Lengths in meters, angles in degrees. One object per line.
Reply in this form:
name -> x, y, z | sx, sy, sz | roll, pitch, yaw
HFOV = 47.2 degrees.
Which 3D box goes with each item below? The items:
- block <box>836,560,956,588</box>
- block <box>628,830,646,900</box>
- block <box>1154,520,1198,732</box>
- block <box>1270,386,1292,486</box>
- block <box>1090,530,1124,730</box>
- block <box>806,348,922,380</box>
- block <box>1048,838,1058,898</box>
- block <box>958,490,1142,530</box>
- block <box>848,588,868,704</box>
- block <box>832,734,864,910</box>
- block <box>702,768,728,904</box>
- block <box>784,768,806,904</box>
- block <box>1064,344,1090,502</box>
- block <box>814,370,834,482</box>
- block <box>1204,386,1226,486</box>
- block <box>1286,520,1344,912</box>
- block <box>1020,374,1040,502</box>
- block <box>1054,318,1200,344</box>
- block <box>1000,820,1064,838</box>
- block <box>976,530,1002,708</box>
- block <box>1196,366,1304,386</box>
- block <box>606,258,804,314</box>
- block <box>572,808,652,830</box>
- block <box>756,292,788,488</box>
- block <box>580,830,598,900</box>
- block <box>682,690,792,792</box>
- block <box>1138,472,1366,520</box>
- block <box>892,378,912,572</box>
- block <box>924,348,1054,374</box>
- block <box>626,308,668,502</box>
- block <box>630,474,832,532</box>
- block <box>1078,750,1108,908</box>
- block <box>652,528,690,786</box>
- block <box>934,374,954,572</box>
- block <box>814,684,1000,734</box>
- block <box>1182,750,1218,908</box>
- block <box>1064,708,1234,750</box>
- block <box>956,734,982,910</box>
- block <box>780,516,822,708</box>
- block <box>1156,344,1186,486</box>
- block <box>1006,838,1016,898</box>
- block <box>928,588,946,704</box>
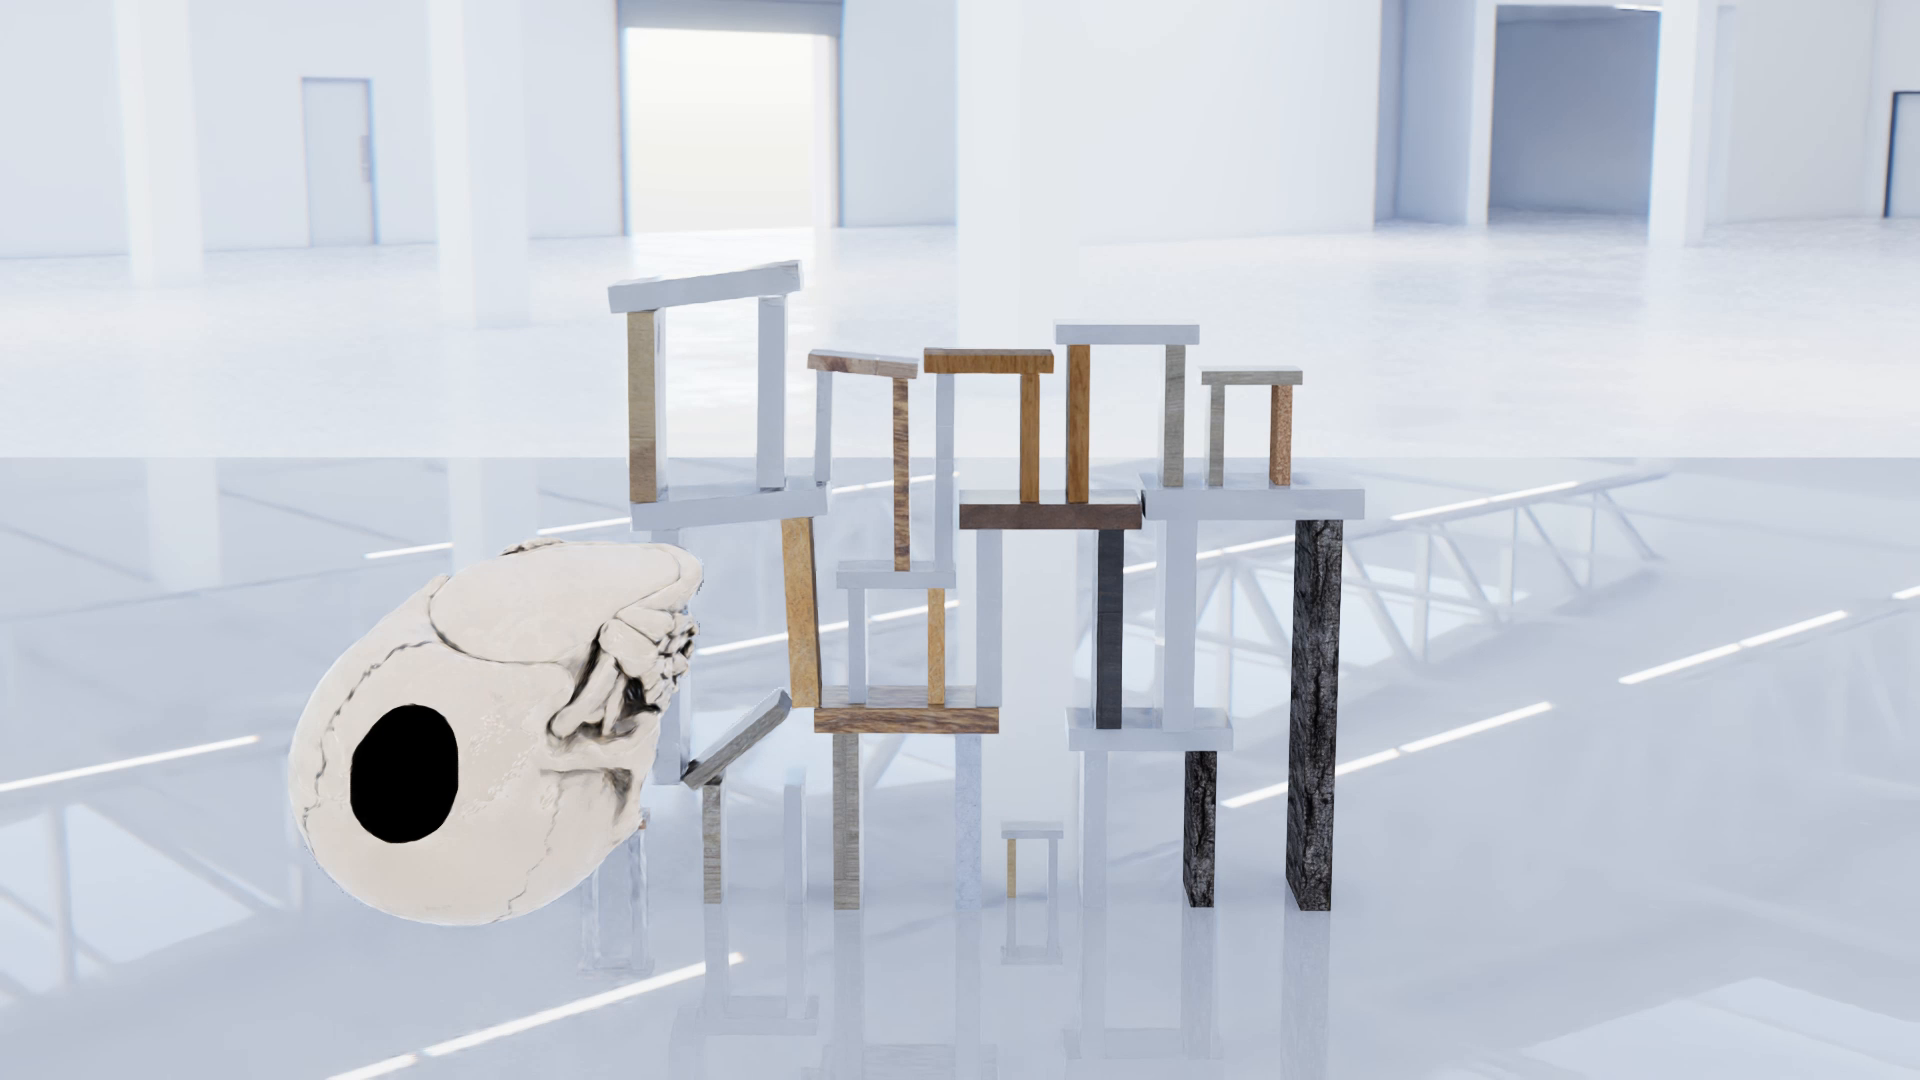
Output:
block -> -0.102, 0.055, 3.565 | 0.191, 0.027, 0.095 | 0, 11, 0
block -> -0.537, 0.530, 3.659 | 0.017, 0.121, 0.061 | 0, 11, 0
block -> 0.350, 0.122, 3.584 | 0.049, 0.345, 0.172 | 0, 11, 0
block -> 0.514, -0.173, 3.523 | 0.023, 0.160, 0.080 | 0, 11, 0
block -> 0.240, 0.131, 3.585 | 0.041, 0.327, 0.145 | 0, 11, 0
block -> -0.151, -0.281, 3.506 | 0.175, 0.025, 0.087 | 5, 11, 2
block -> 0.154, 0.539, 3.664 | 0.015, 0.103, 0.051 | 0, 11, 0
block -> 0.143, -0.050, 3.551 | 0.290, 0.041, 0.145 | 0, 11, 0
block -> -0.165, 0.163, 3.585 | 0.027, 0.191, 0.095 | 0, 11, 1
block -> -0.185, 0.444, 3.639 | 0.042, 0.298, 0.149 | 0, 11, 0
block -> -0.406, 0.490, 3.652 | 0.029, 0.202, 0.101 | 1, 11, 0
block -> -0.273, 0.491, 3.653 | 0.029, 0.202, 0.101 | 0, 11, 0
block -> 0.188, -0.193, 3.524 | 0.032, 0.251, 0.112 | 0, 11, 0
block -> -0.217, -0.187, 3.526 | 0.025, 0.175, 0.087 | 2, 9, -2
block -> 0.407, -0.173, 3.522 | 0.023, 0.160, 0.080 | 0, 11, 0
block -> 0.580, 0.271, 3.612 | 0.049, 0.648, 0.172 | 0, 11, 0
block -> 0.111, -0.170, 3.528 | 0.029, 0.204, 0.102 | 0, 11, 0
block -> 0.263, -0.332, 3.497 | 0.225, 0.032, 0.113 | 0, 11, 0
block -> 0.119, 0.481, 3.653 | 0.103, 0.015, 0.051 | 0, 11, 0
block -> 0.047, 0.113, 3.581 | 0.041, 0.290, 0.145 | 0, 11, 0
block -> 0.460, -0.263, 3.506 | 0.160, 0.023, 0.080 | 0, 11, 0
block -> -0.399, -0.403, 3.483 | 0.298, 0.042, 0.149 | -7, 11, -1
block -> -0.577, 0.462, 3.646 | 0.122, 0.017, 0.061 | 0, 11, 0
block -> -0.299, -0.242, 3.513 | 0.042, 0.298, 0.149 | 1, 10, -3
block -> -0.618, 0.530, 3.659 | 0.017, 0.122, 0.061 | 0, 11, 0
block -> -0.365, 0.329, 3.620 | 0.202, 0.029, 0.101 | -39, 8, 7
block -> 0.465, -0.071, 3.549 | 0.345, 0.049, 0.172 | 0, 11, 0
block -> -0.093, -0.110, 3.533 | 0.025, 0.309, 0.087 | 0, 11, 0
block -> 0.045, -0.285, 3.505 | 0.204, 0.029, 0.102 | 0, 11, -1
block -> -0.499, -0.220, 3.511 | 0.042, 0.298, 0.149 | 1, 11, -1
block -> -0.365, -0.061, 3.540 | 0.309, 0.044, 0.154 | -5, 11, 0
block -> 0.220, 0.459, 3.645 | 0.038, 0.266, 0.133 | 0, 11, 0
block -> -0.470, 0.176, 3.586 | 0.044, 0.419, 0.154 | 1, 11, 0
block -> -0.025, -0.116, 3.539 | 0.029, 0.317, 0.102 | 0, 11, -1
block -> -0.086, 0.277, 3.607 | 0.298, 0.042, 0.149 | 0, 11, 0
block -> 0.397, 0.459, 3.645 | 0.038, 0.266, 0.133 | 0, 11, 0
block -> 0.309, 0.310, 3.617 | 0.266, 0.038, 0.133 | 0, 11, 0
block -> 0.014, 0.444, 3.640 | 0.042, 0.298, 0.149 | 0, 11, 0
block -> -0.257, 0.104, 3.576 | 0.044, 0.309, 0.154 | -3, 10, -2
block -> 0.338, -0.205, 3.521 | 0.032, 0.225, 0.113 | 0, 11, 0
block -> 0.085, 0.539, 3.664 | 0.015, 0.103, 0.051 | 0, 11, 0
block -> -0.038, 0.163, 3.585 | 0.027, 0.191, 0.095 | 0, 11, 0
